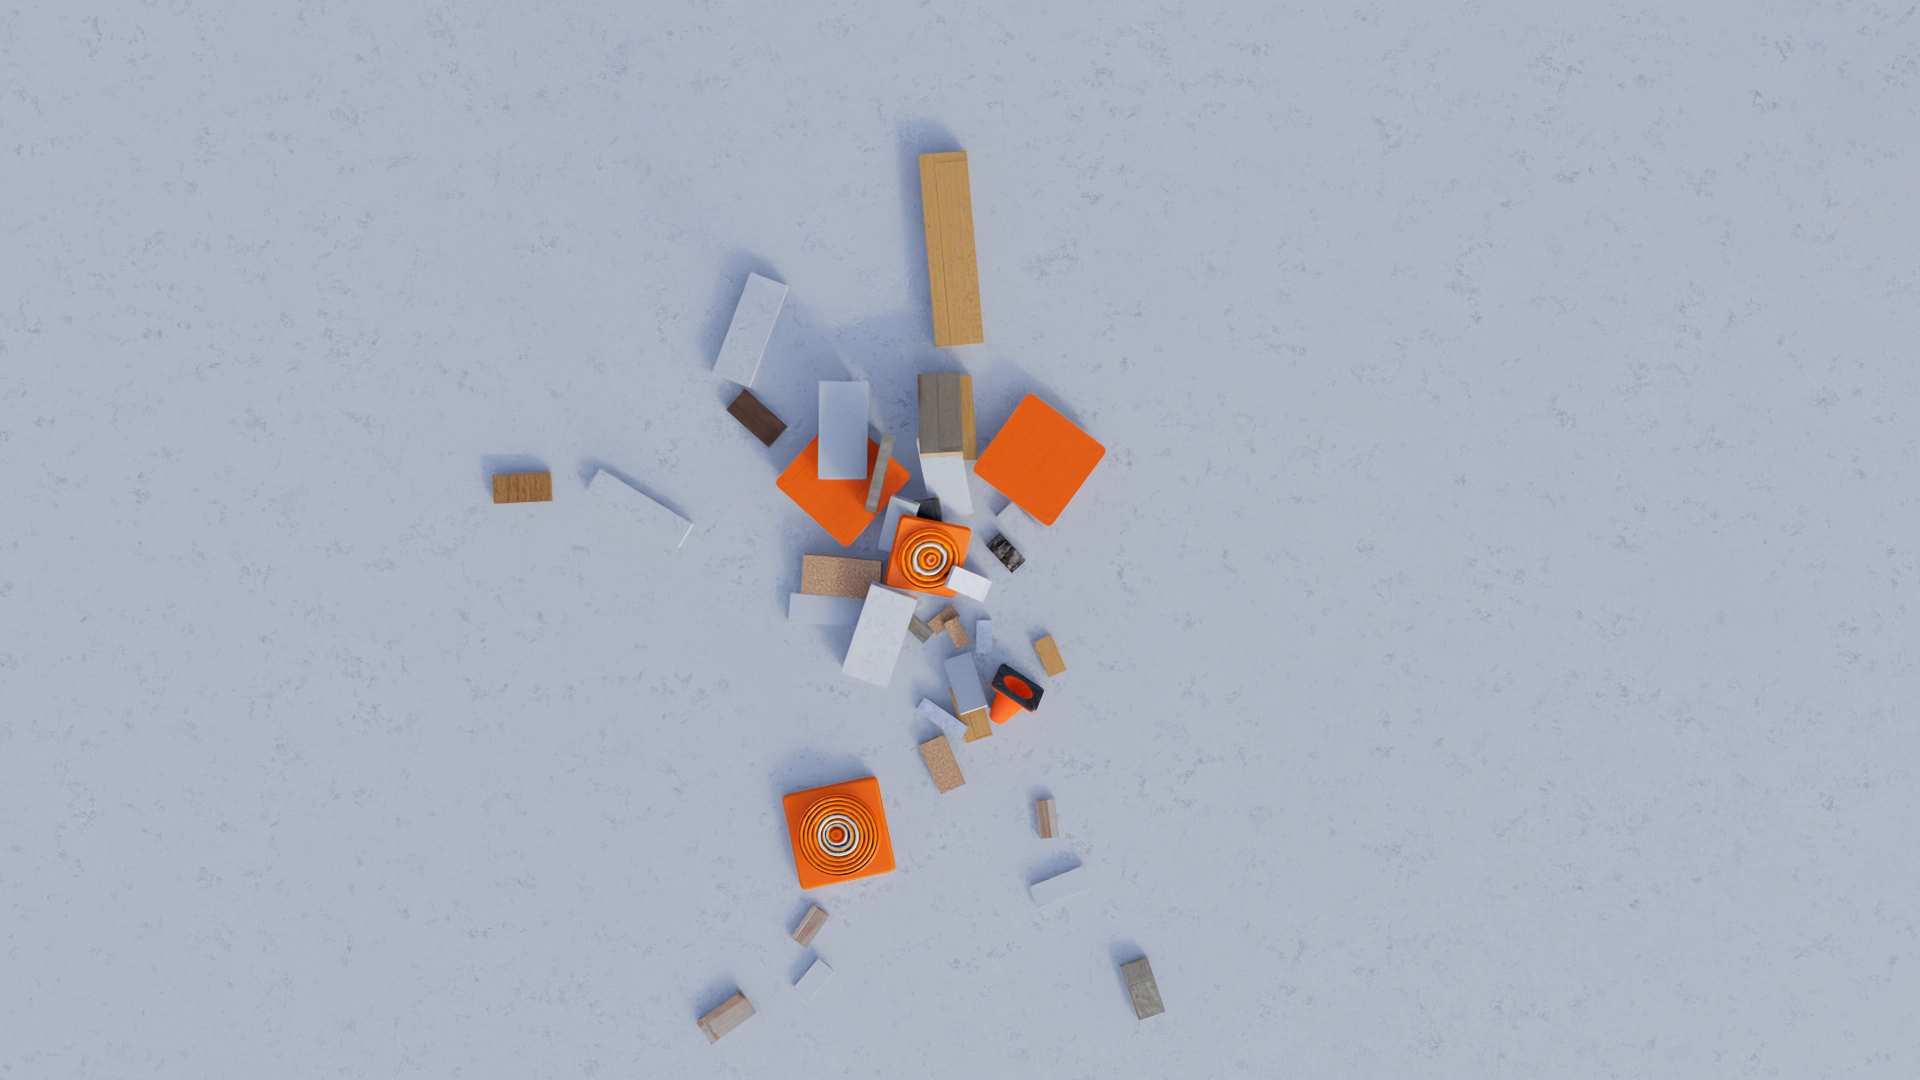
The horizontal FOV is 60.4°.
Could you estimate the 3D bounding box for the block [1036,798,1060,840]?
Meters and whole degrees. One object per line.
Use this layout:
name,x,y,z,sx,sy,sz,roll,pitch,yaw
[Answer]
block,0.291,0.928,5.491,0.063,0.018,0.127,-6,90,0

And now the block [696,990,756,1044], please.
block,-0.777,1.588,5.487,0.178,0.025,0.089,-35,90,0

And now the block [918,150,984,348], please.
block,-0.029,-0.964,5.477,0.160,0.045,0.638,-5,90,0

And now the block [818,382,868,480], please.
block,-0.383,-0.359,5.421,0.160,0.045,0.320,1,88,-2

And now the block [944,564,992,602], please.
block,0.027,0.144,5.452,0.152,0.022,0.076,23,90,-31

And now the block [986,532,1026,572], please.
block,0.153,0.043,5.491,0.063,0.018,0.127,-44,90,0

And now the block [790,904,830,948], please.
block,-0.499,1.286,5.491,0.065,0.018,0.131,36,90,0

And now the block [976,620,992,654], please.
block,0.081,0.321,5.492,0.054,0.015,0.109,1,90,0

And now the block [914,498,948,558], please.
block,-0.102,-0.041,5.455,0.096,0.027,0.192,-7,105,9

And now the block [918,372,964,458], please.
block,-0.065,-0.410,5.399,0.139,0.040,0.279,-3,73,4

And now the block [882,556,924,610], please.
block,-0.213,0.157,5.486,0.096,0.027,0.192,-33,90,0

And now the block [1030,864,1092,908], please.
block,0.336,1.152,5.489,0.195,0.022,0.076,-22,90,0

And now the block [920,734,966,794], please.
block,-0.058,0.745,5.487,0.089,0.025,0.178,-24,90,0

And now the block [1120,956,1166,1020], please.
block,0.608,1.491,5.487,0.094,0.027,0.188,-19,90,0

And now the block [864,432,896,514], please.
block,-0.260,-0.215,5.377,0.037,0.130,0.260,13,87,0

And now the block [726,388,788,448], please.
block,-0.674,-0.404,5.487,0.189,0.027,0.095,42,90,0

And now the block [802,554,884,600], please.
block,-0.391,0.122,5.464,0.260,0.037,0.130,5,94,6

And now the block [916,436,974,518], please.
block,-0.051,-0.216,5.450,0.140,0.040,0.279,-11,102,1

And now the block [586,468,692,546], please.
block,-1.066,-0.108,5.487,0.359,0.025,0.089,31,90,0

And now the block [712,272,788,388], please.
block,-0.697,-0.698,5.482,0.130,0.037,0.360,21,90,0

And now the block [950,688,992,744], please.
block,0.037,0.572,5.487,0.094,0.027,0.188,-17,90,0

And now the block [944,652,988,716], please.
block,0.018,0.475,5.461,0.094,0.027,0.188,-18,74,0

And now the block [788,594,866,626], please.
block,-0.420,0.234,5.487,0.292,0.027,0.095,4,90,0

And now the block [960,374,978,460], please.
block,-0.021,-0.402,5.480,0.140,0.040,0.279,-4,90,0

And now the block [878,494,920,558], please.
block,-0.203,-0.046,5.446,0.096,0.027,0.192,19,111,10

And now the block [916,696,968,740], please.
block,-0.058,0.592,5.476,0.177,0.015,0.054,34,99,8

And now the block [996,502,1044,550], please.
block,0.199,-0.048,5.489,0.076,0.022,0.152,-44,90,0

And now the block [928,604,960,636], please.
block,-0.054,0.265,5.493,0.102,0.014,0.051,-40,90,0

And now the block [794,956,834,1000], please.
block,-0.488,1.461,5.491,0.065,0.018,0.131,41,90,0

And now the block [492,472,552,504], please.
block,-1.455,-0.172,5.487,0.189,0.027,0.095,-3,90,0

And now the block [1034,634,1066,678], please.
block,0.300,0.387,5.491,0.063,0.018,0.127,-24,90,0

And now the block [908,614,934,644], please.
block,-0.142,0.292,5.493,0.102,0.014,0.051,43,90,0

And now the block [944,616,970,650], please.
block,-0.009,0.308,5.484,0.051,0.014,0.102,-29,99,-2

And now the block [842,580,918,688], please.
block,-0.265,0.312,5.441,0.160,0.045,0.320,19,104,0
